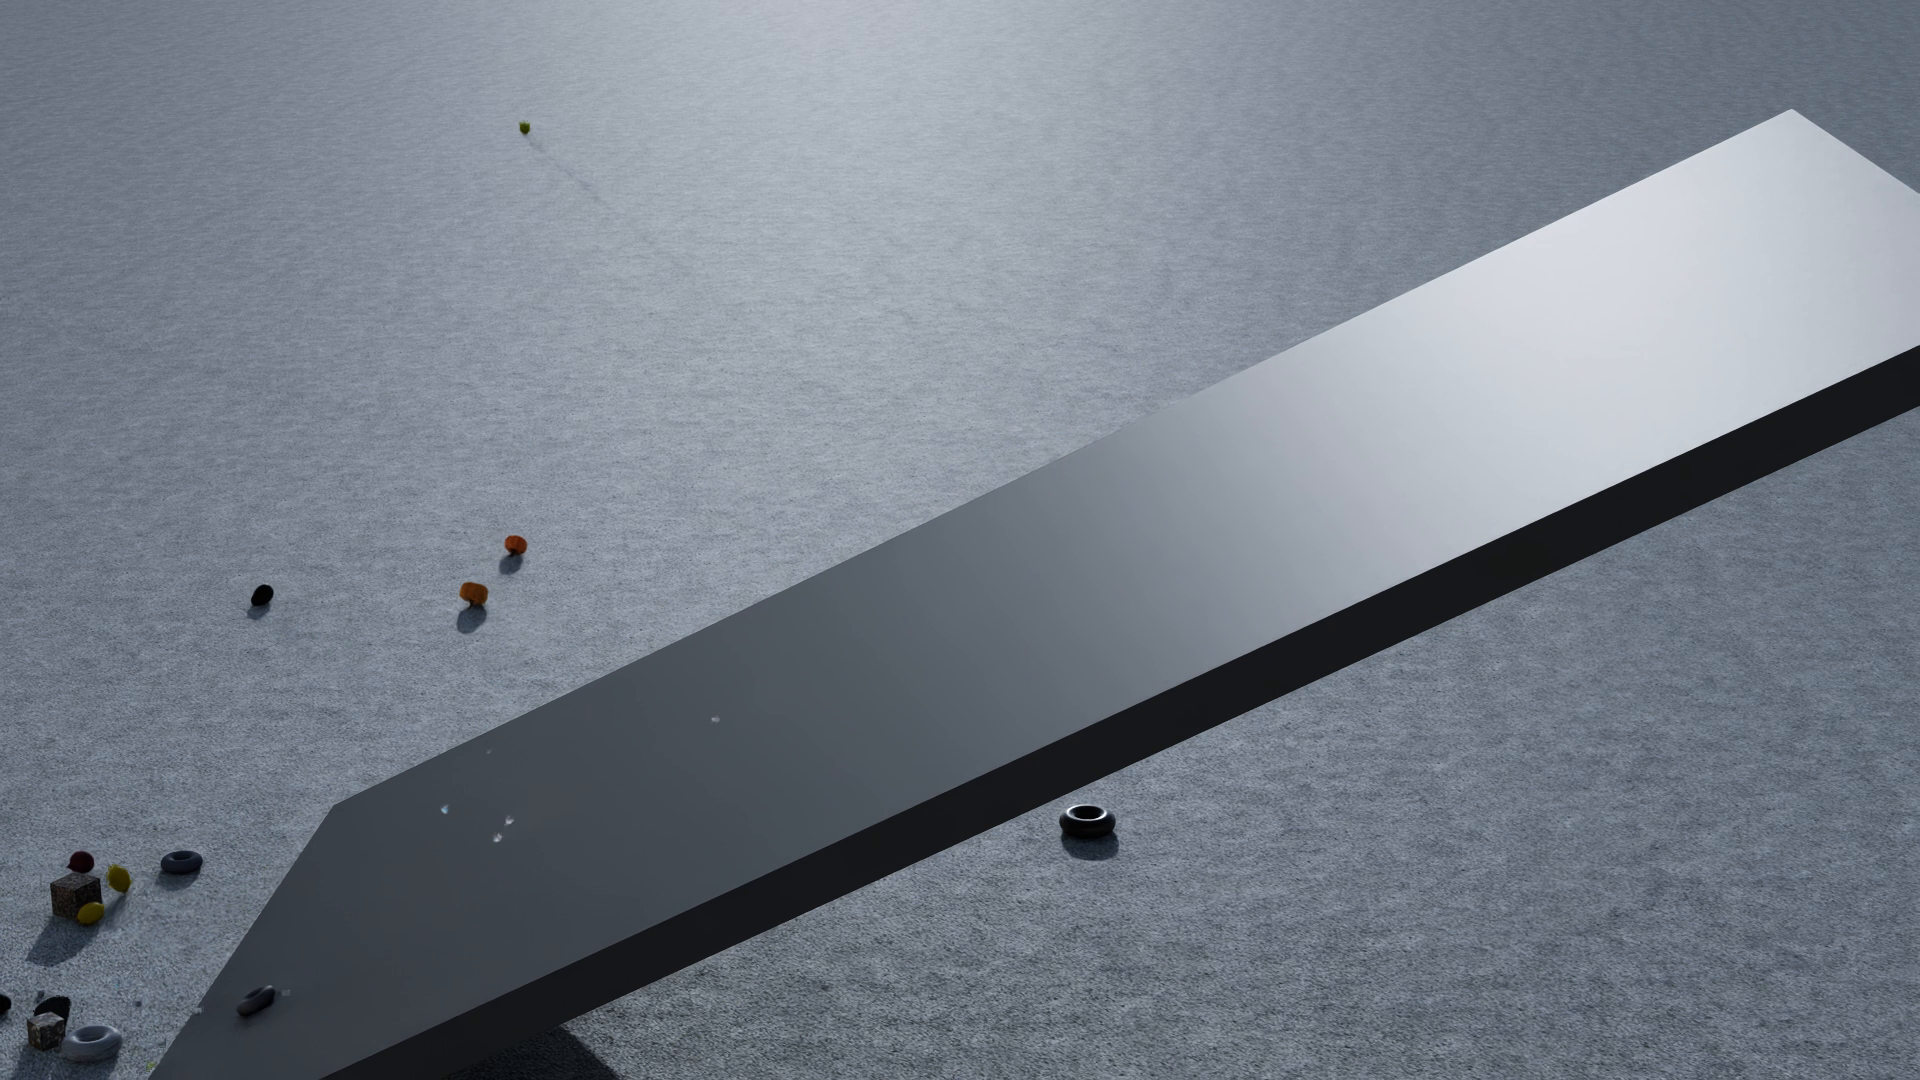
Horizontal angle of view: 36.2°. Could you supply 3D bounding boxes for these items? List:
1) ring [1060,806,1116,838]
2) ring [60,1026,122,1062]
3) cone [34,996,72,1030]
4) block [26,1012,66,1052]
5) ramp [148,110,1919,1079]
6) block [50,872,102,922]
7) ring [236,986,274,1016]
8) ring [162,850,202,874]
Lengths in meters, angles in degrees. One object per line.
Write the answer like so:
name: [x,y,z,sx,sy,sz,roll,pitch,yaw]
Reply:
ring: [0.331,0.731,7.637,0.148,0.049,0.148,0,18,0]
ring: [-1.895,1.099,6.422,0.131,0.044,0.131,-1,16,0]
cone: [-2.001,1.071,6.525,0.083,0.083,0.083,-10,46,-31]
block: [-2.007,1.079,6.461,0.058,0.058,0.058,16,23,42]
ramp: [0.139,0.168,6.281,4.000,0.100,2.000,-25,14,10]
block: [-2.143,0.864,7.135,0.082,0.082,0.082,9,19,28]
ring: [-1.487,0.972,6.209,0.089,0.030,0.089,-27,13,7]
ring: [-1.958,0.810,7.398,0.103,0.034,0.103,0,15,0]
